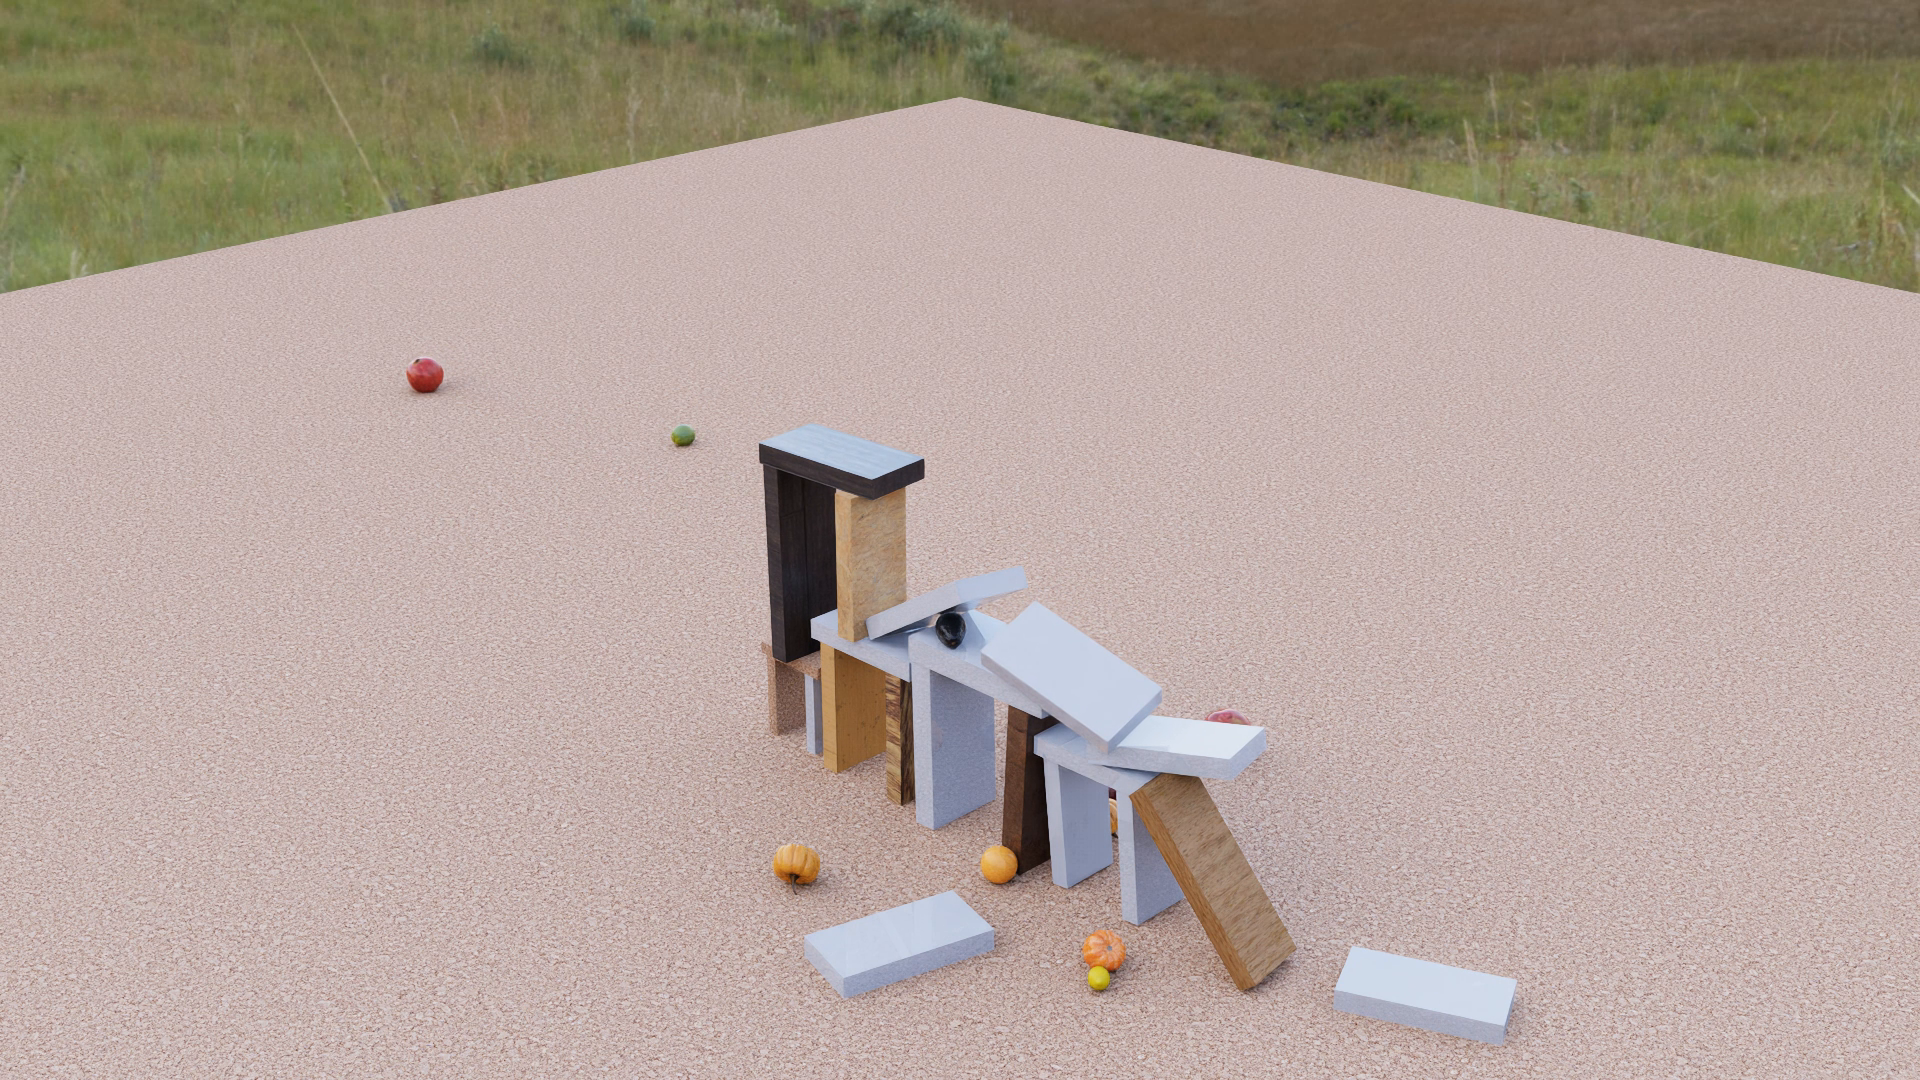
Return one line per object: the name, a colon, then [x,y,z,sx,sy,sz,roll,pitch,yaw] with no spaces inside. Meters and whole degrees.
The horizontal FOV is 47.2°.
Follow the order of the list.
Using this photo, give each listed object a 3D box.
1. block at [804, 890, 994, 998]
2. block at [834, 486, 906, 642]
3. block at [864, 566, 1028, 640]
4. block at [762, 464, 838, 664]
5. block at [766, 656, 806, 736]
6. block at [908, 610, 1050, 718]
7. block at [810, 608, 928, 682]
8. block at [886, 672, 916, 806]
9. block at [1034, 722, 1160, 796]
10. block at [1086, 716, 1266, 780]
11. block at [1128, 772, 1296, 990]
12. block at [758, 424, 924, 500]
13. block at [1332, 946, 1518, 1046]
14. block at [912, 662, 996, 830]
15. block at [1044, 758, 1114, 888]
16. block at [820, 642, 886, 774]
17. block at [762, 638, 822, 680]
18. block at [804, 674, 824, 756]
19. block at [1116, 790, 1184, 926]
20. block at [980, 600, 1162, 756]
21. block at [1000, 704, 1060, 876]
block: [-0.109,0.730,3.985,0.308,0.044,0.154,-13,26,-27]
block: [-0.178,0.035,4.427,0.044,0.311,0.156,19,30,38]
block: [-0.031,0.125,4.303,0.154,0.044,0.381,-12,-6,-31]
block: [-0.327,0.031,4.592,0.156,0.434,0.044,-21,29,-40]
block: [-0.372,0.323,4.764,0.092,0.184,0.026,-21,31,-41]
block: [0.088,0.235,4.229,0.178,0.050,0.355,-21,31,-41]
block: [-0.152,0.202,4.485,0.292,0.041,0.146,21,31,41]
block: [-0.083,0.382,4.486,0.041,0.292,0.146,21,31,40]
block: [0.280,0.401,4.085,0.265,0.037,0.132,20,30,39]
block: [0.391,0.372,3.986,0.291,0.041,0.145,3,20,33]
block: [0.453,0.595,3.931,0.041,0.394,0.145,-32,-4,43]
block: [-0.240,-0.160,4.431,0.311,0.044,0.156,19,29,37]
block: [0.812,0.794,3.838,0.291,0.041,0.145,9,25,20]
block: [-0.011,0.384,4.399,0.178,0.356,0.050,-21,29,-41]
block: [0.227,0.517,4.200,0.132,0.265,0.037,-21,24,-41]
block: [-0.221,0.329,4.612,0.146,0.292,0.041,-21,31,-41]
block: [-0.328,0.243,4.683,0.092,0.026,0.184,-21,31,-40]
block: [-0.285,0.357,4.684,0.026,0.184,0.092,21,31,41]
block: [0.354,0.567,4.083,0.132,0.265,0.037,-21,25,-40]
block: [0.203,0.251,4.041,0.308,0.044,0.154,34,61,27]
block: [0.166,0.453,4.236,0.178,0.355,0.050,-21,33,-40]
